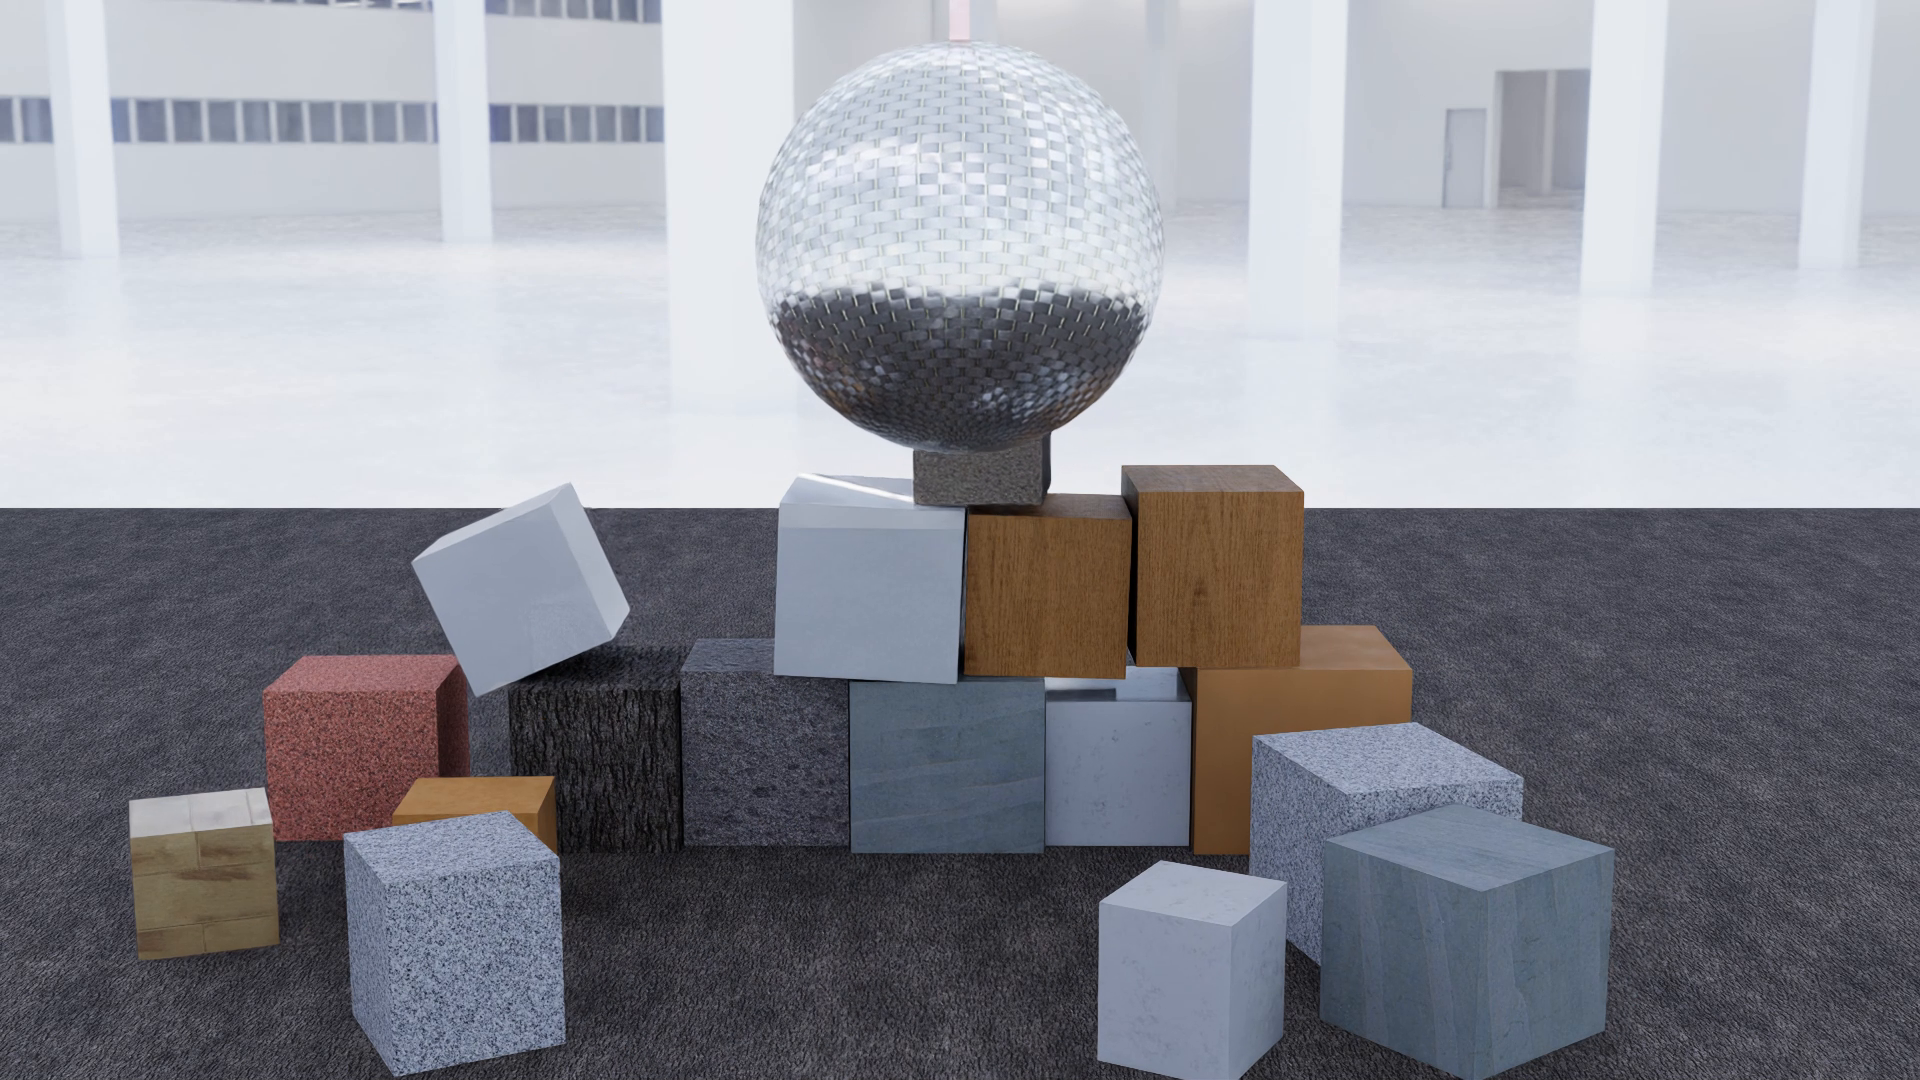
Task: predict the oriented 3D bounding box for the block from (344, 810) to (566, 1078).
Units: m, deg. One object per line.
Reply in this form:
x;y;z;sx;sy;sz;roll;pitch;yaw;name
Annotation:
-2.013;1.580;8.738;0.674;0.764;0.696;-5;12;-27;block

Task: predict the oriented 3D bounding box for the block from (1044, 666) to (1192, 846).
0.791;1.106;11.396;0.727;0.746;0.762;0;10;0;block

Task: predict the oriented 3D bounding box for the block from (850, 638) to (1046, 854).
-0.062;1.045;11.367;0.963;0.877;0.962;0;10;0;block

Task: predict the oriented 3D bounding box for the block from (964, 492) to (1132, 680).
0.436;0.216;11.222;0.801;0.807;0.765;2;10;0;block

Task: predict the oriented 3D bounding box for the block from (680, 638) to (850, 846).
-0.973;1.032;11.365;0.834;0.904;0.724;0;10;0;block

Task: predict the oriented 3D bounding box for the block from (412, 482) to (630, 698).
-2.229;0.240;11.257;0.750;0.749;0.704;-23;10;3;block

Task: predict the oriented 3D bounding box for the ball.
0.000;-1.135;8.578;1.600;1.600;1.600;0;10;0;ball

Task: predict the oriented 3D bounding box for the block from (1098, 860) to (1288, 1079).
0.907;1.676;8.558;0.542;0.641;0.568;6;12;29;block

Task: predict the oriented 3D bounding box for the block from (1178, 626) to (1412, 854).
1.692;1.012;11.361;1.055;0.945;1.006;0;10;0;block

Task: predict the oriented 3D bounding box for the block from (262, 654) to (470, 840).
-3.077;1.072;11.490;0.862;0.780;0.784;0;10;-2;block

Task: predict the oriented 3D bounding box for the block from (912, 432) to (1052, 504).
0.119;-0.621;11.025;0.629;0.778;0.746;0;10;6;block

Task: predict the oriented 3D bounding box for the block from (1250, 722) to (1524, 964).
1.869;1.360;9.781;0.829;0.825;0.955;-3;11;-16;block

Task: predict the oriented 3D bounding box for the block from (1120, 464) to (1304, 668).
1.263;0.115;11.211;0.807;0.874;0.904;0;10;-1;block

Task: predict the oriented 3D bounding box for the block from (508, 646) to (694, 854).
-1.815;1.066;11.366;0.820;0.837;0.958;0;10;0;block

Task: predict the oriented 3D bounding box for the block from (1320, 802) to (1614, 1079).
2.015;1.577;8.775;0.814;0.757;0.782;-8;13;-37;block

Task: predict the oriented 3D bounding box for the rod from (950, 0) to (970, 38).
0.000;-4.450;9.333;0.080;5.200;0.080;0;-13;0;rod

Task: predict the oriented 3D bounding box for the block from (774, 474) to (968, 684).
-0.432;0.177;11.178;0.900;0.856;0.971;3;10;1;block

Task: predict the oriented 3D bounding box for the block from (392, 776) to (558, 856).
-2.226;1.437;10.159;0.643;0.538;0.579;0;10;-3;block

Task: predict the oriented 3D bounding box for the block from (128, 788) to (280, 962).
-3.387;1.484;9.846;0.586;0.556;0.582;-4;11;-20;block
